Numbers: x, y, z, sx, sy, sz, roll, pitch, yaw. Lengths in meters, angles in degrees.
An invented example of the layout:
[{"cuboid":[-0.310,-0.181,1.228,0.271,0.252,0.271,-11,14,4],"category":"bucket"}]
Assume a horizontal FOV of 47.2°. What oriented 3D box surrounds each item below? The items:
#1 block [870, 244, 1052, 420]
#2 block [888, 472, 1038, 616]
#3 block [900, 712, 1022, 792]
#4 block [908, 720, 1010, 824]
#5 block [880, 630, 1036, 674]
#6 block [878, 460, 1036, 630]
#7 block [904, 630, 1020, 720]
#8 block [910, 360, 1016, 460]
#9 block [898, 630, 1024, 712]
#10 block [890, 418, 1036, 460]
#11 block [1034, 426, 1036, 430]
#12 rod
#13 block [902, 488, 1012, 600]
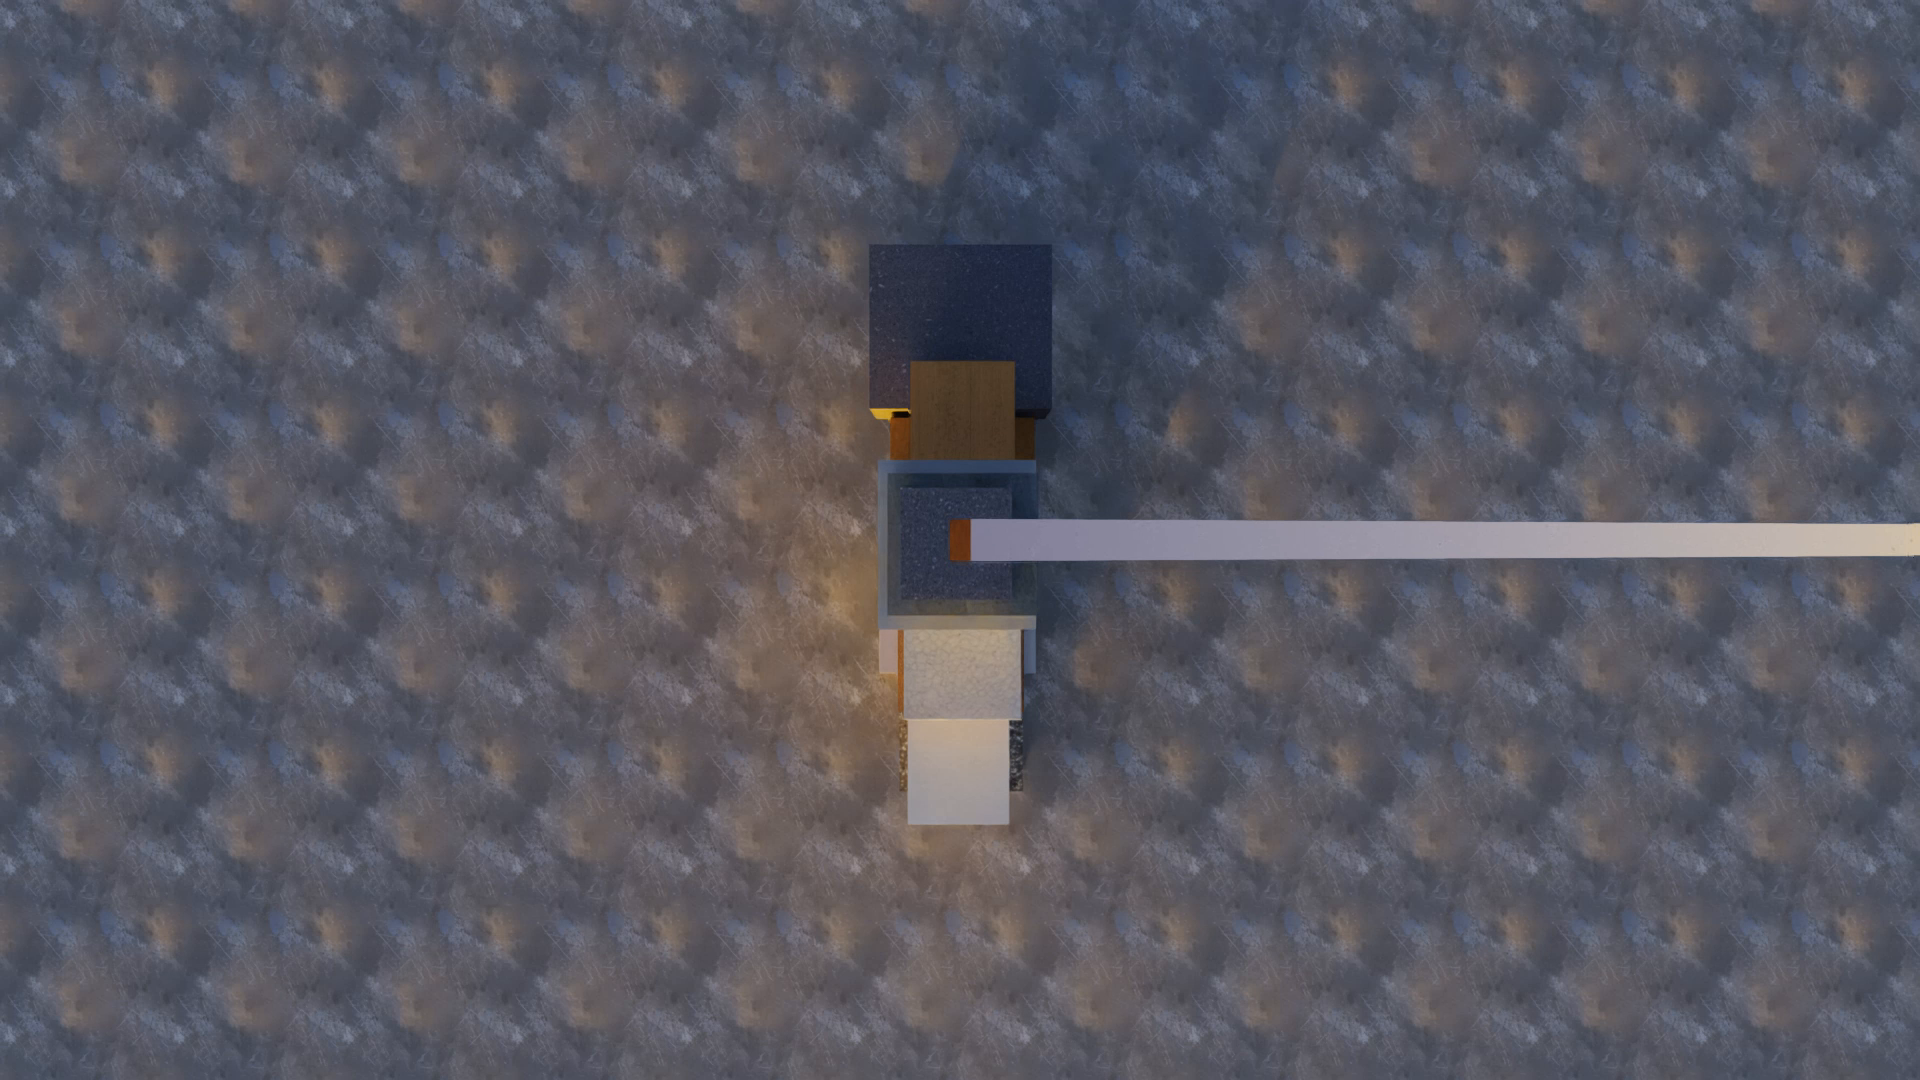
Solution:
[{"cuboid":[0.003,-1.089,11.703,0.931,0.972,0.837,0,90,0],"category":"block"},{"cuboid":[0.012,0.019,9.112,0.605,0.631,0.571,0,90,0],"category":"block"},{"cuboid":[0.006,1.077,12.641,0.689,0.718,0.653,0,90,0],"category":"block"},{"cuboid":[-0.008,1.203,11.969,0.538,0.625,0.609,0,90,0],"category":"block"},{"cuboid":[-0.014,0.377,12.633,0.873,0.731,0.732,0,90,0],"category":"block"},{"cuboid":[-0.014,0.023,9.832,0.678,0.810,0.727,0,90,0],"category":"block"},{"cuboid":[0.012,0.583,11.264,0.586,0.514,0.631,0,91,0],"category":"block"},{"cuboid":[0.013,-0.634,10.954,0.508,0.528,0.485,0,91,0],"category":"block"},{"cuboid":[0.005,0.538,11.894,0.662,0.746,0.717,0,91,0],"category":"block"},{"cuboid":[0.014,-0.238,11.833,0.753,0.735,0.822,0,92,0],"category":"block"},{"cuboid":[0.016,-1.009,12.594,0.814,0.811,0.789,0,90,0],"category":"block"},{"cuboid":[2.234,0.000,5.533,5.200,0.080,0.080,0,90,-31],"category":"rod"},{"cuboid":[-0.014,0.015,8.571,0.420,0.452,0.425,0,90,0],"category":"block"}]
